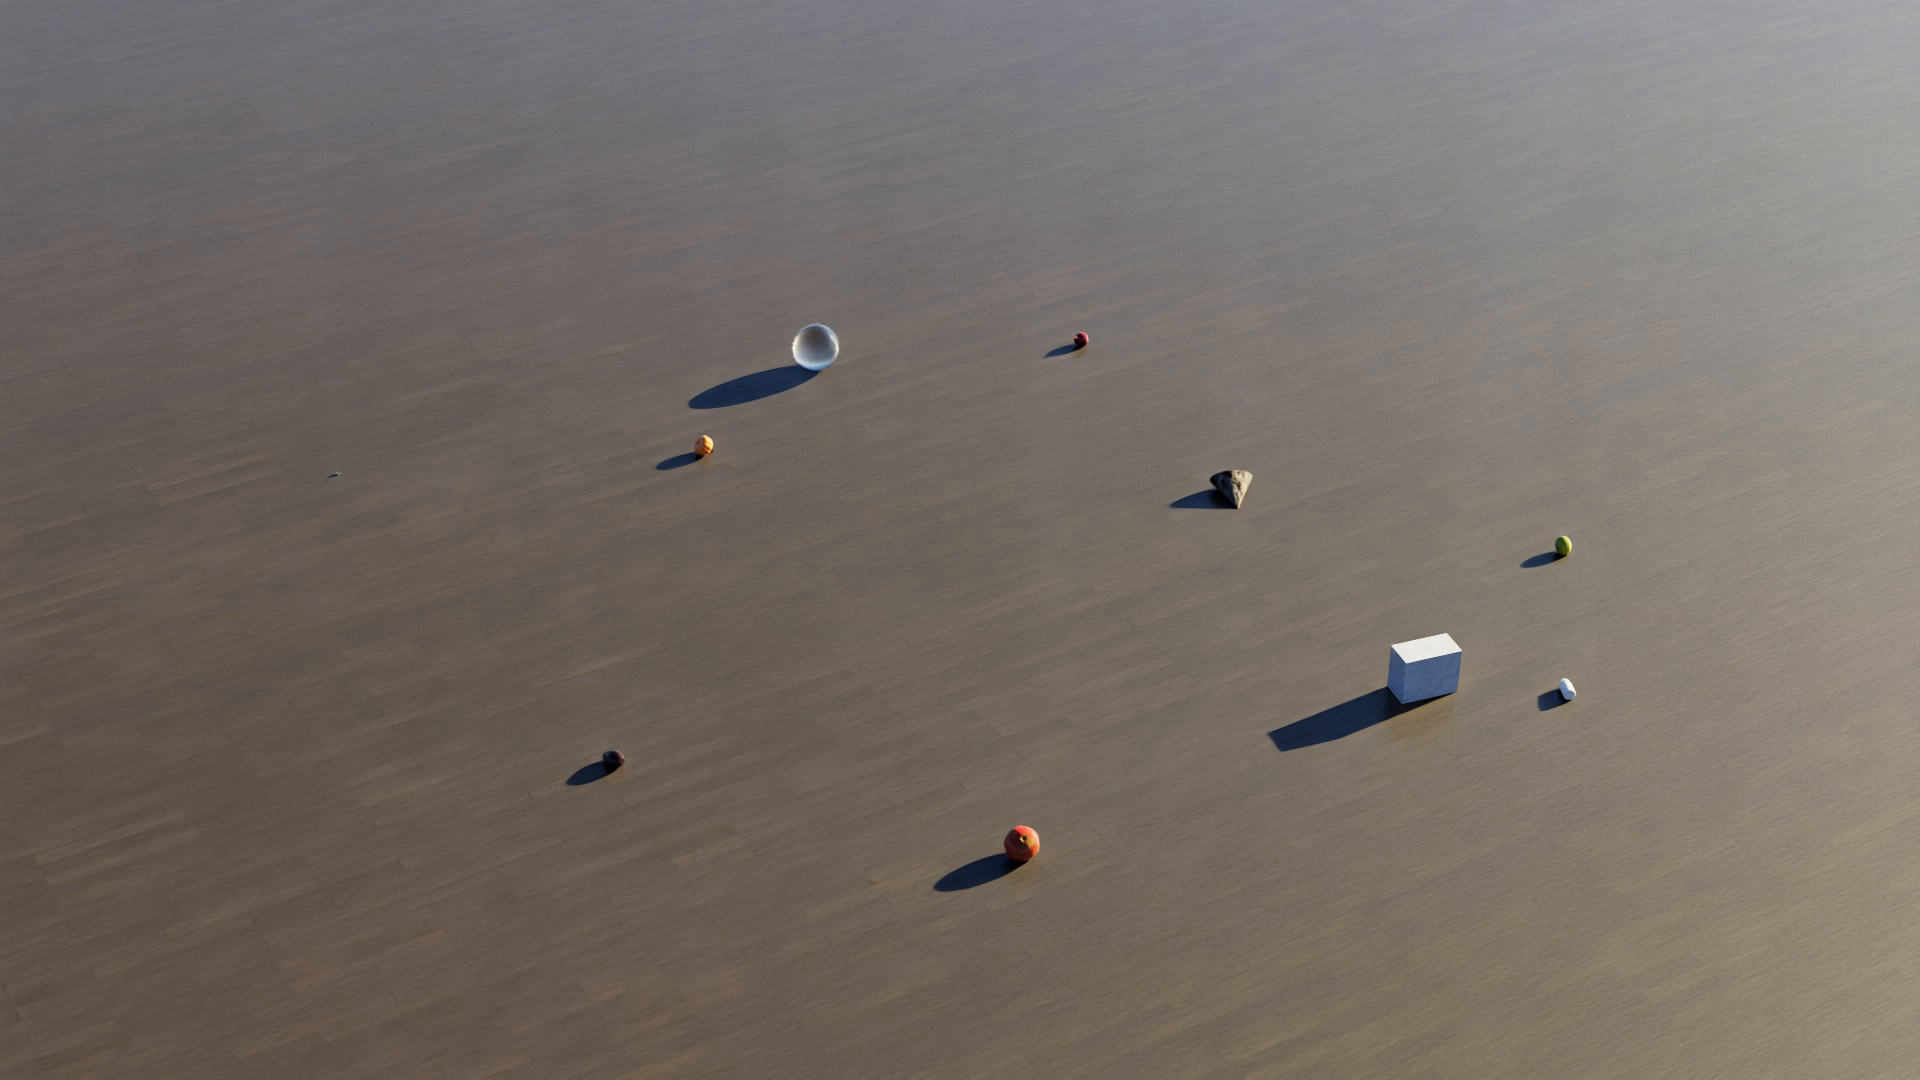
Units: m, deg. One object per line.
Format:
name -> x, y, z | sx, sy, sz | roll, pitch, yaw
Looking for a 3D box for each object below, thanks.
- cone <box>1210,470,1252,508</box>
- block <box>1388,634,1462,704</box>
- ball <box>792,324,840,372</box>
cone -> 1.046, -0.176, 11.173 | 0.167, 0.088, 0.163 | -4, 49, -3
block -> 1.602, 0.443, 10.114 | 0.213, 0.173, 0.112 | -11, 35, -16
ball -> -0.588, -0.785, 11.961 | 0.193, 0.193, 0.193 | 0, 33, 0
